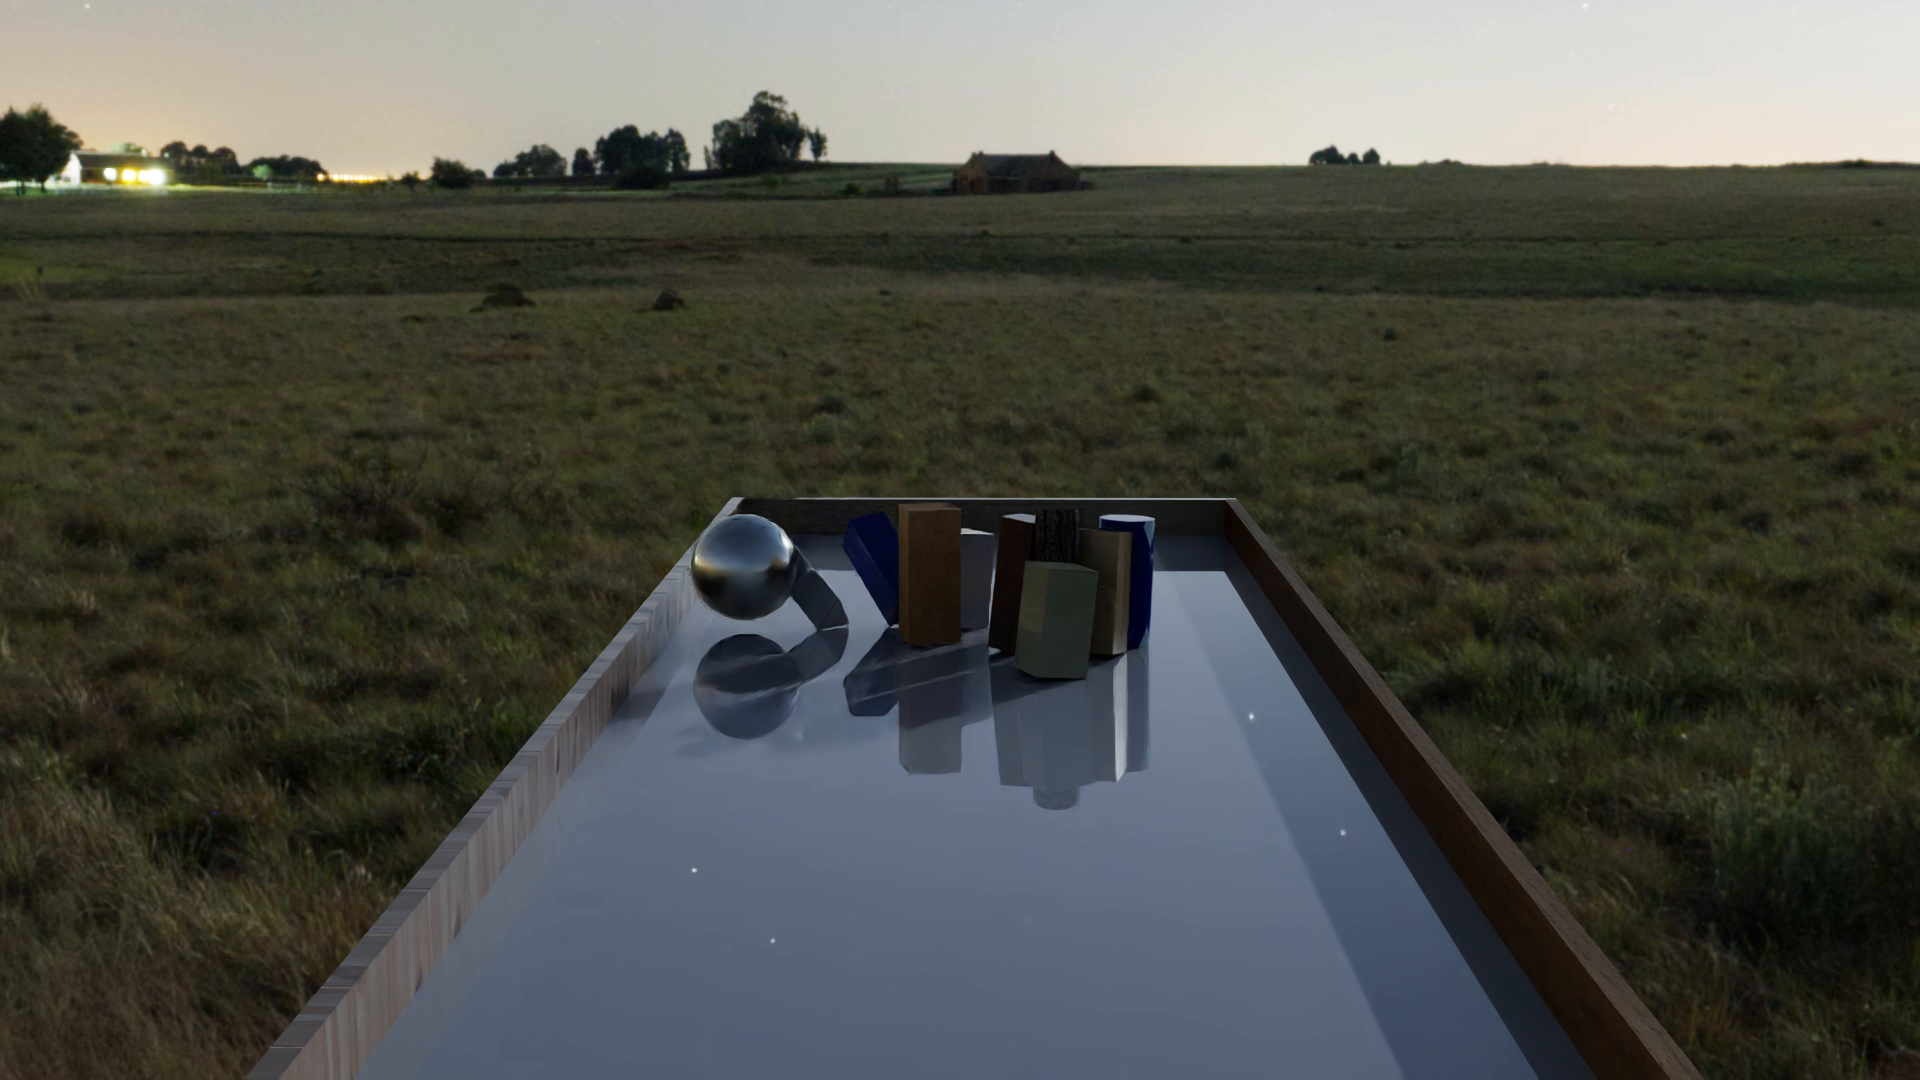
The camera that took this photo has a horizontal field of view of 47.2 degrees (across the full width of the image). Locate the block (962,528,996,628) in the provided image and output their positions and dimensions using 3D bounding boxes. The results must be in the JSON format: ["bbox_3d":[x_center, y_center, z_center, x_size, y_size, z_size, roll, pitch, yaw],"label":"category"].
[{"bbox_3d":[0.003,0.124,7.206,0.145,0.307,0.145,0,7,-36],"label":"block"}]

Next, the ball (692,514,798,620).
[{"bbox_3d":[-0.702,0.089,7.177,0.348,0.348,0.348,0,9,0],"label":"ball"}]

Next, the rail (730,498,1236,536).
[{"bbox_3d":[0.099,-0.098,9.147,2.100,0.150,0.050,0,9,1],"label":"rail"}]

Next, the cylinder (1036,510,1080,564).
[{"bbox_3d":[0.294,0.135,6.664,0.133,0.449,0.133,1,-3,0],"label":"cylinder"}]

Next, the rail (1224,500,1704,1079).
[{"bbox_3d":[1.046,0.843,3.208,0.050,0.150,12.000,0,9,1],"label":"rail"}]

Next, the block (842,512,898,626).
[{"bbox_3d":[-0.244,0.094,7.291,0.131,0.131,0.361,-14,55,-28],"label":"block"}]

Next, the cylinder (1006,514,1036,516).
[{"bbox_3d":[0.221,0.120,6.961,0.164,0.391,0.164,2,5,0],"label":"cylinder"}]

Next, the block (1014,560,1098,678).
[{"bbox_3d":[0.282,0.234,6.463,0.162,0.319,0.162,3,7,-24],"label":"block"}]

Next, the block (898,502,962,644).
[{"bbox_3d":[-0.097,0.104,6.996,0.169,0.424,0.169,-2,9,-12],"label":"block"}]

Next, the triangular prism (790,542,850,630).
[{"bbox_3d":[-0.501,0.128,7.277,0.123,0.106,0.383,-10,42,-33],"label":"triangular prism"}]

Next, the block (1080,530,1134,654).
[{"bbox_3d":[0.431,0.157,6.765,0.147,0.374,0.147,3,1,21],"label":"block"}]

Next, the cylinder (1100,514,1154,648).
[{"bbox_3d":[0.518,0.127,6.922,0.174,0.395,0.174,2,7,0],"label":"cylinder"}]

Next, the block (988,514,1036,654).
[{"bbox_3d":[0.187,0.134,6.804,0.116,0.411,0.116,13,13,33],"label":"block"}]

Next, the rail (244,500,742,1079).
[{"bbox_3d":[-1.004,0.839,3.234,0.050,0.150,12.000,0,9,1],"label":"rail"}]
